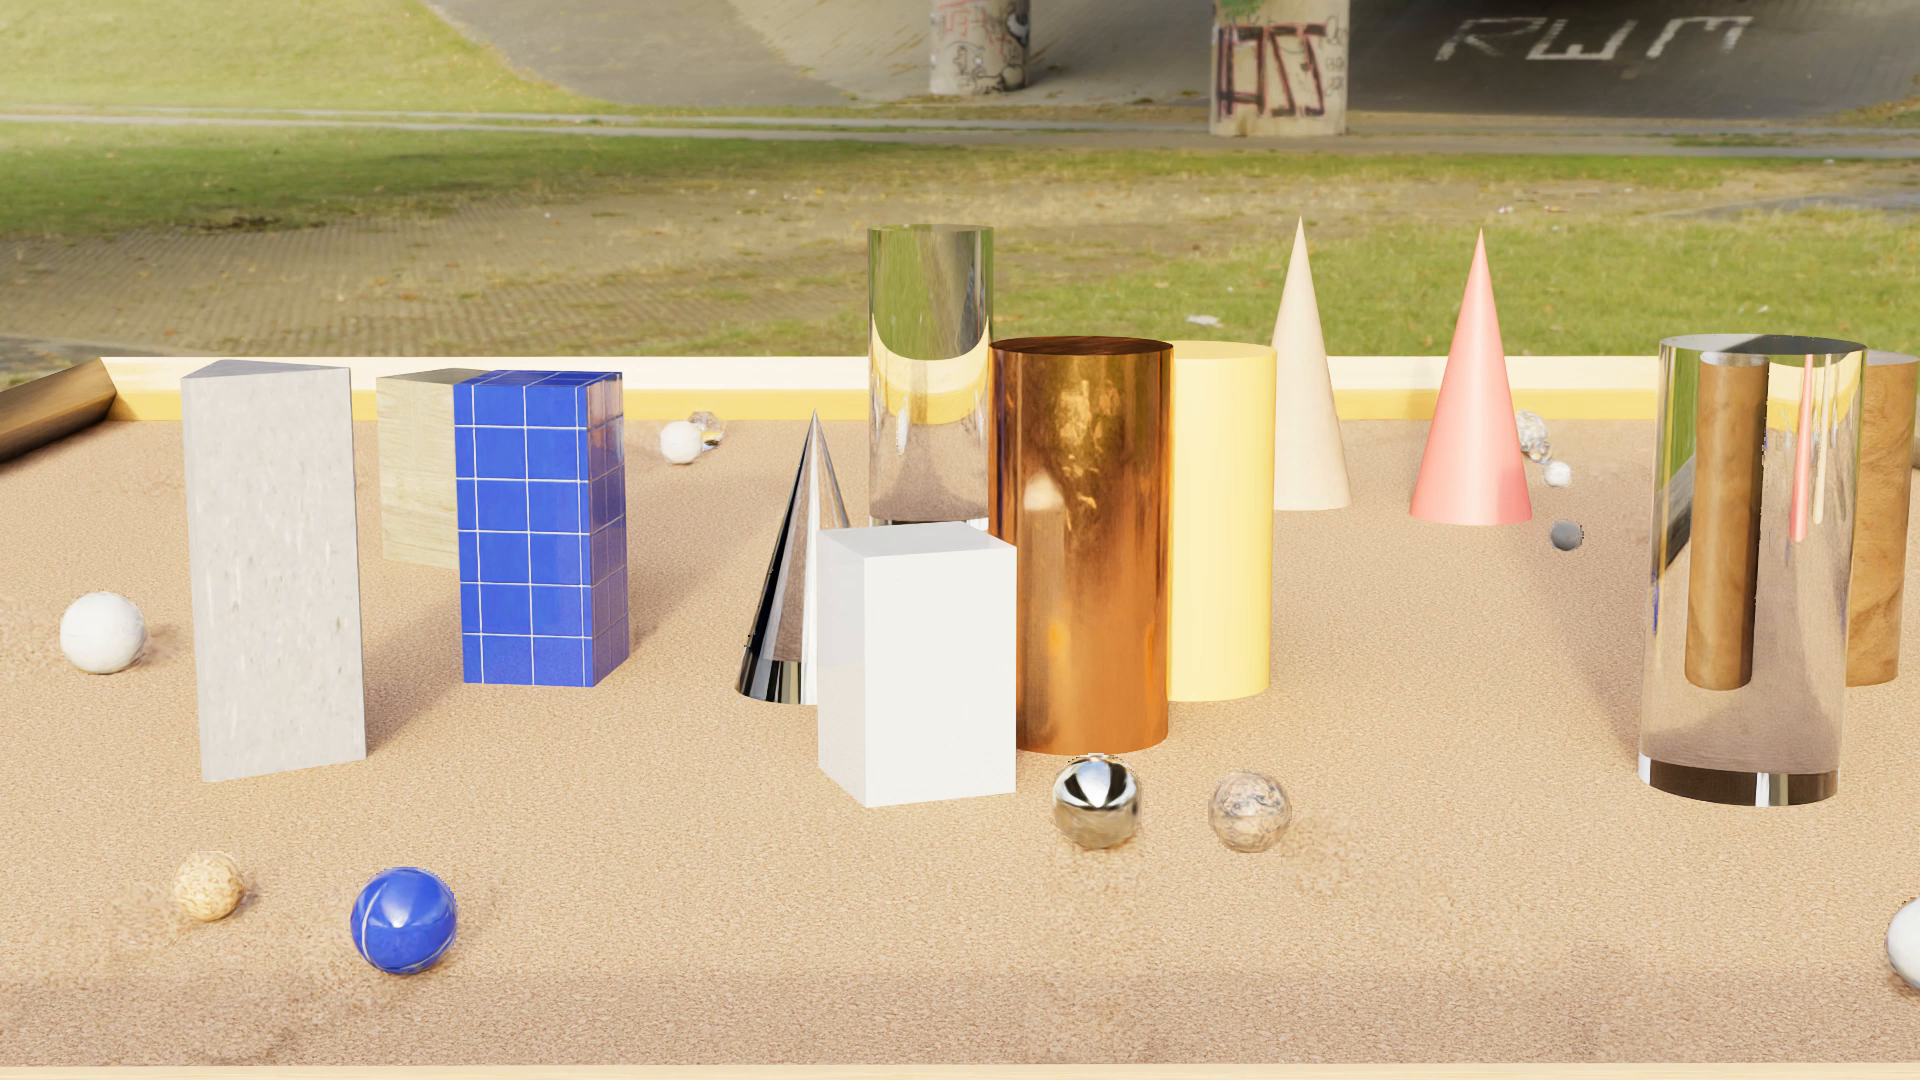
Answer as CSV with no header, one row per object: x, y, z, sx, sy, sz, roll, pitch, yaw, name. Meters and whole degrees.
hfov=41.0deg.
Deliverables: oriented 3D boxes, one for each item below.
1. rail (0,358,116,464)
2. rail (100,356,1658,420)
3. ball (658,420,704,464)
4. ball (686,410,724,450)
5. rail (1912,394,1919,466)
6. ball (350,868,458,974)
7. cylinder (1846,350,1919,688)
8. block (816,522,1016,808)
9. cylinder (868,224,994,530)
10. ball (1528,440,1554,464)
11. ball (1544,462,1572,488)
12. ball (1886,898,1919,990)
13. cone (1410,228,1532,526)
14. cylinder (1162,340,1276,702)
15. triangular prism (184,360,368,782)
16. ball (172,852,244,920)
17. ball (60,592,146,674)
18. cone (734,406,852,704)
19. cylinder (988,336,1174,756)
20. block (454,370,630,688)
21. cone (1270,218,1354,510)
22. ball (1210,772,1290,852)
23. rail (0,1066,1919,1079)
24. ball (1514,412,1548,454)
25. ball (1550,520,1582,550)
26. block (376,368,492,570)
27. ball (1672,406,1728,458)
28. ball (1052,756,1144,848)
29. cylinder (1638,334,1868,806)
-1.747,0.035,3.439,0.045,0.130,3.840,0,10,0,rail
-0.011,-0.311,5.314,3.542,0.130,0.045,0,10,0,rail
-0.516,-0.181,4.744,0.081,0.081,0.081,0,10,0,ball
-0.492,-0.210,4.914,0.077,0.077,0.077,0,10,0,ball
1.747,0.032,3.459,0.045,0.130,3.840,0,10,0,rail
-0.451,0.310,2.083,0.085,0.085,0.085,0,10,0,ball
1.044,-0.032,3.109,0.200,0.384,0.200,0,10,0,cylinder
-0.046,0.123,2.629,0.160,0.253,0.160,-4,11,-20,block
-0.046,-0.258,4.083,0.200,0.475,0.200,0,10,0,cylinder
1.075,-0.162,4.744,0.045,0.045,0.045,0,10,0,ball
1.043,-0.114,4.477,0.048,0.048,0.048,0,10,0,ball
0.777,0.321,2.036,0.079,0.079,0.079,0,10,0,ball
0.839,-0.273,4.174,0.200,0.470,0.200,0,10,0,cone
0.271,-0.027,3.040,0.200,0.399,0.200,0,10,0,cylinder
-0.745,0.024,2.713,0.173,0.418,0.150,-7,12,-32,triangular prism
-0.648,0.299,2.213,0.059,0.059,0.059,0,10,0,ball
-1.038,0.113,3.107,0.100,0.100,0.100,0,10,0,ball
-0.170,0.008,3.030,0.200,0.334,0.200,0,10,0,cone
0.130,0.002,2.802,0.200,0.430,0.200,0,10,0,cylinder
-0.503,-0.018,3.102,0.160,0.358,0.160,2,11,8,block
0.566,-0.304,4.311,0.200,0.481,0.200,0,10,0,cone
0.272,0.255,2.405,0.075,0.075,0.075,0,10,0,ball
0.011,0.378,1.584,3.542,0.130,0.045,0,10,0,rail
1.076,-0.204,4.876,0.079,0.079,0.079,0,10,0,ball
0.921,-0.006,3.900,0.046,0.046,0.046,0,10,0,ball
-0.753,-0.110,3.839,0.160,0.272,0.160,7,13,34,block
1.387,-0.203,4.813,0.100,0.100,0.100,0,10,0,ball
0.129,0.247,2.417,0.087,0.087,0.087,0,10,0,ball
0.804,0.025,2.612,0.200,0.451,0.200,0,10,0,cylinder
